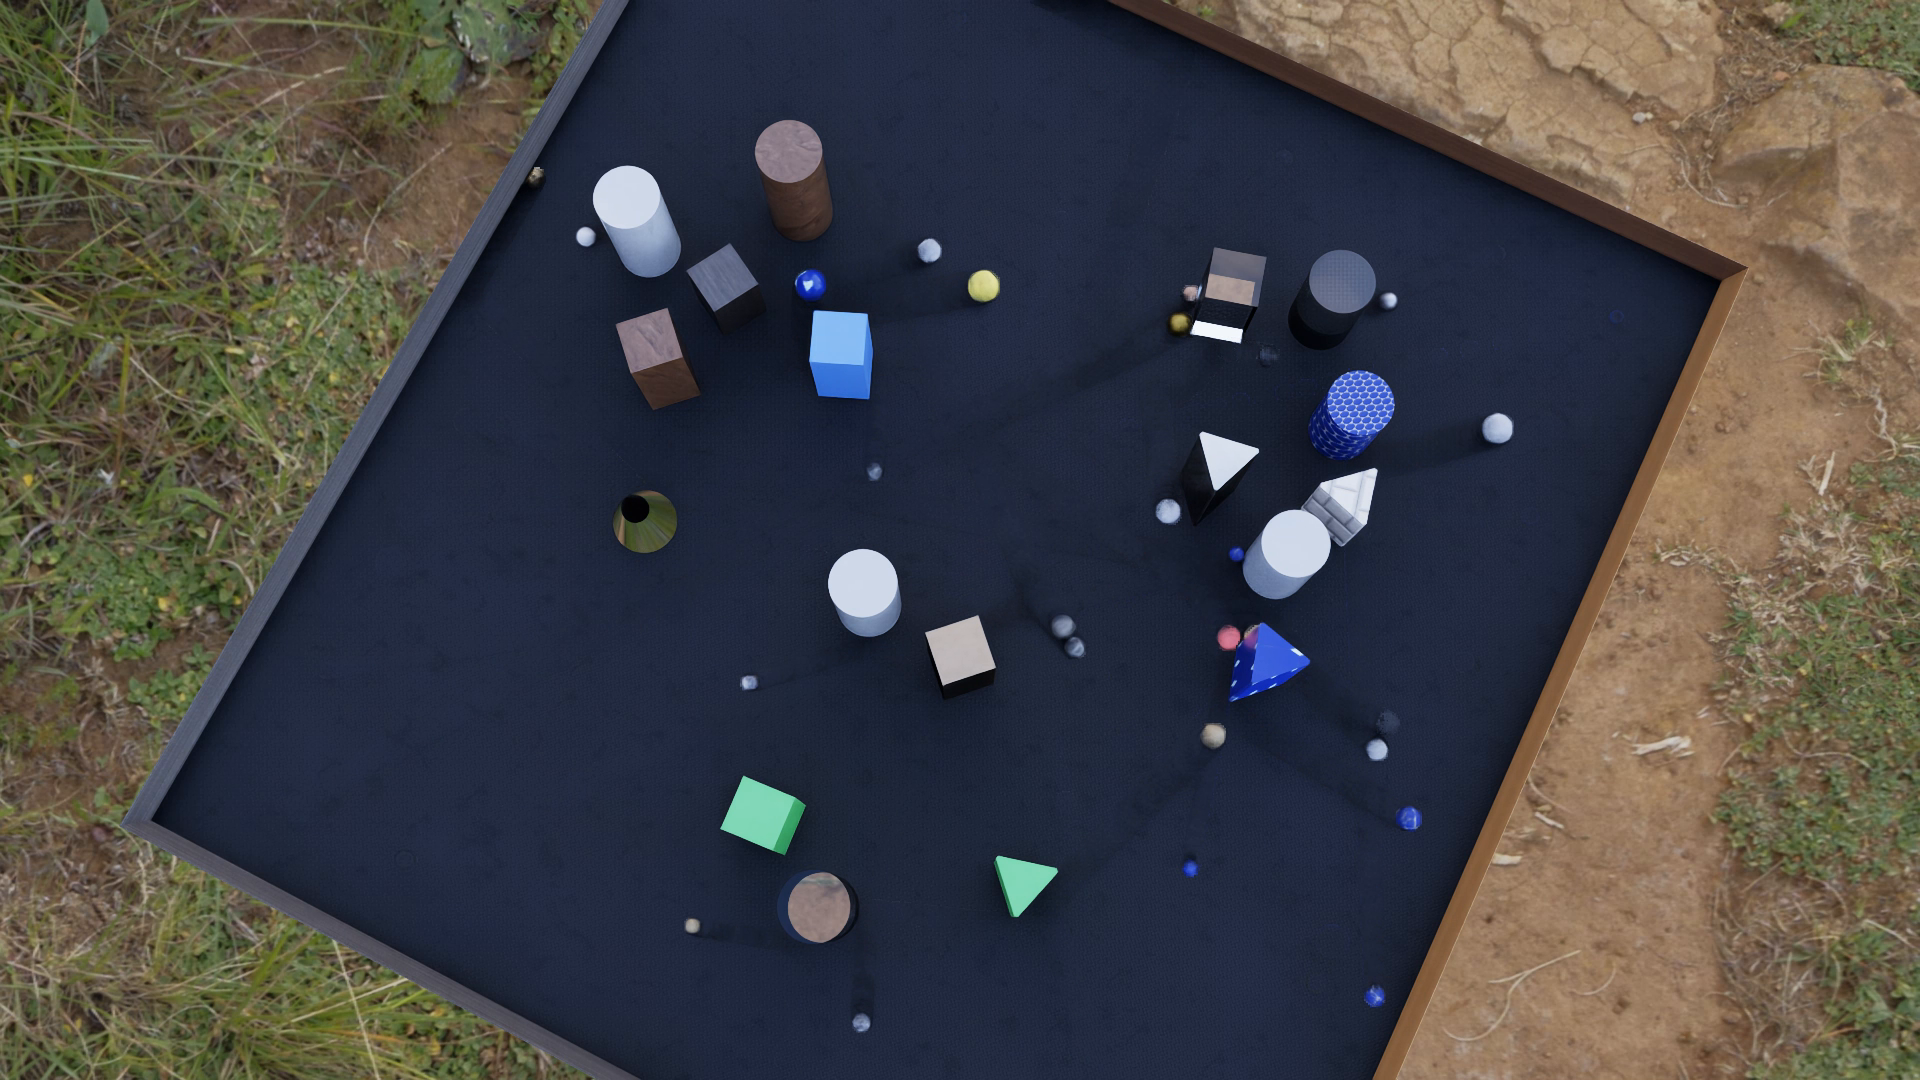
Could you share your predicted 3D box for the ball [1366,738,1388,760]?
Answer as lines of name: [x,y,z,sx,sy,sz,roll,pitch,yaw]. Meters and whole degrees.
ball: [1.240,0.624,5.456,0.063,0.063,0.063,0,78,0]

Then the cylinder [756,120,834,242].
cylinder: [-0.502,-1.091,5.601,0.197,0.474,0.197,0,78,0]

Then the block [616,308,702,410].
block: [-0.905,-0.541,5.528,0.158,0.393,0.158,-18,79,-4]

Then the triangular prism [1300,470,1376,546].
triangular prism: [1.160,-0.122,5.479,0.171,0.319,0.148,43,82,8]

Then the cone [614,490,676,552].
cone: [-0.967,-0.090,5.467,0.197,0.331,0.197,0,78,0]

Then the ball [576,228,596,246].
ball: [-1.179,-0.957,5.784,0.060,0.060,0.060,0,78,0]

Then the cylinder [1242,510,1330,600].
cylinder: [0.962,0.047,5.422,0.197,0.363,0.197,0,78,0]

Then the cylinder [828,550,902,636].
cylinder: [-0.276,0.160,5.395,0.197,0.369,0.197,0,78,0]

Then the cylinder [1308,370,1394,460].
cylinder: [1.180,-0.373,5.540,0.197,0.301,0.197,0,78,0]

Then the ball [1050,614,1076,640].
ball: [0.310,0.262,5.525,0.075,0.075,0.075,0,78,0]

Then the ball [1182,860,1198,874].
ball: [0.678,0.963,5.395,0.043,0.043,0.043,0,78,0]

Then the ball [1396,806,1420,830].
ball: [1.322,0.819,5.411,0.071,0.071,0.071,0,78,0]

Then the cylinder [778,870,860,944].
cylinder: [-0.394,1.035,5.165,0.197,0.465,0.197,0,78,0]

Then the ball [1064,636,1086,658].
ball: [0.346,0.322,5.518,0.062,0.062,0.062,0,78,0]

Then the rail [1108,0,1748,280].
rail: [0.819,-1.597,5.881,3.599,0.128,0.045,26,80,5]

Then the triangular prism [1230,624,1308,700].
triangular prism: [0.867,0.344,5.318,0.171,0.445,0.148,-19,79,-4]

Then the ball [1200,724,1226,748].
ball: [0.753,0.585,5.459,0.072,0.072,0.072,0,78,0]

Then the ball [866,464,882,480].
ball: [-0.263,-0.211,5.635,0.050,0.050,0.050,0,78,0]

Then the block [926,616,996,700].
block: [0.002,0.349,5.356,0.158,0.369,0.158,-18,79,-4]

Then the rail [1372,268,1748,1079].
rail: [1.589,0.785,5.388,0.045,0.128,3.709,26,80,5]

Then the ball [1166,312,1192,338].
ball: [0.685,-0.670,5.715,0.079,0.079,0.079,0,78,0]

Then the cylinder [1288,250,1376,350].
cylinder: [1.129,-0.727,5.585,0.197,0.357,0.197,0,78,0]

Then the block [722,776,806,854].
block: [-0.561,0.795,5.268,0.158,0.360,0.158,22,79,4]

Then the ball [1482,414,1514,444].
ball: [1.654,-0.343,5.640,0.093,0.093,0.093,0,78,0]

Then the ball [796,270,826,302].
ball: [-0.466,-0.793,5.731,0.097,0.097,0.097,0,78,0]

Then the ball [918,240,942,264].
ball: [-0.097,-0.909,5.767,0.075,0.075,0.075,0,78,0]

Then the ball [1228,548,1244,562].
ball: [0.843,0.045,5.584,0.046,0.046,0.046,0,78,0]

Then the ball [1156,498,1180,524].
ball: [0.635,-0.089,5.596,0.077,0.077,0.077,0,78,0]

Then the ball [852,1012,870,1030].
ball: [-0.284,1.393,5.302,0.051,0.051,0.051,0,78,0]

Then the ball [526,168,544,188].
ball: [-1.352,-1.151,5.826,0.058,0.058,0.058,0,78,0]

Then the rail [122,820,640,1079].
rail: [-0.819,1.610,5.217,3.599,0.128,0.045,26,80,5]

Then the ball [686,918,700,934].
ball: [-0.780,1.129,5.361,0.043,0.043,0.043,0,78,0]

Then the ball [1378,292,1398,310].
ball: [1.340,-0.749,5.742,0.057,0.057,0.057,0,78,0]

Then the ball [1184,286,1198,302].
ball: [0.724,-0.772,5.752,0.047,0.047,0.047,0,78,0]

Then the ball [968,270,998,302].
ball: [0.072,-0.793,5.730,0.099,0.099,0.099,0,78,0]

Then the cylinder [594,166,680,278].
cylinder: [-0.983,-0.968,5.604,0.197,0.416,0.197,0,78,0]

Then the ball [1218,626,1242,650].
ball: [0.810,0.293,5.519,0.072,0.072,0.072,0,78,0]

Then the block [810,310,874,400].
block: [-0.356,-0.557,5.549,0.158,0.358,0.158,4,78,1]

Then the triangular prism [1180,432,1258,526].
triangular prism: [0.731,-0.201,5.411,0.171,0.483,0.148,-42,81,-8]

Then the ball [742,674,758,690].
ball: [-0.629,0.428,5.504,0.047,0.047,0.047,0,78,0]

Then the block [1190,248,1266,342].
block: [0.817,-0.744,5.594,0.158,0.346,0.158,11,79,2]

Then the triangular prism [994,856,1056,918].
triangular prism: [0.157,0.961,5.231,0.148,0.366,0.171,42,81,8]

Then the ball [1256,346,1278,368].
ball: [0.958,-0.571,5.700,0.067,0.067,0.067,0,78,0]

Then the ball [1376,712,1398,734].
ball: [1.276,0.547,5.473,0.060,0.060,0.060,0,78,0]

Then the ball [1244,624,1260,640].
ball: [0.894,0.295,5.514,0.082,0.082,0.082,0,78,0]

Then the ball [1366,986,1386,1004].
ball: [1.206,1.320,5.316,0.055,0.055,0.055,0,78,0]

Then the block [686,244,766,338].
block: [-0.717,-0.767,5.649,0.158,0.248,0.158,-34,80,-7]

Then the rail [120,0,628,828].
rail: [-1.589,-0.771,5.710,0.045,0.128,3.709,26,80,5]
